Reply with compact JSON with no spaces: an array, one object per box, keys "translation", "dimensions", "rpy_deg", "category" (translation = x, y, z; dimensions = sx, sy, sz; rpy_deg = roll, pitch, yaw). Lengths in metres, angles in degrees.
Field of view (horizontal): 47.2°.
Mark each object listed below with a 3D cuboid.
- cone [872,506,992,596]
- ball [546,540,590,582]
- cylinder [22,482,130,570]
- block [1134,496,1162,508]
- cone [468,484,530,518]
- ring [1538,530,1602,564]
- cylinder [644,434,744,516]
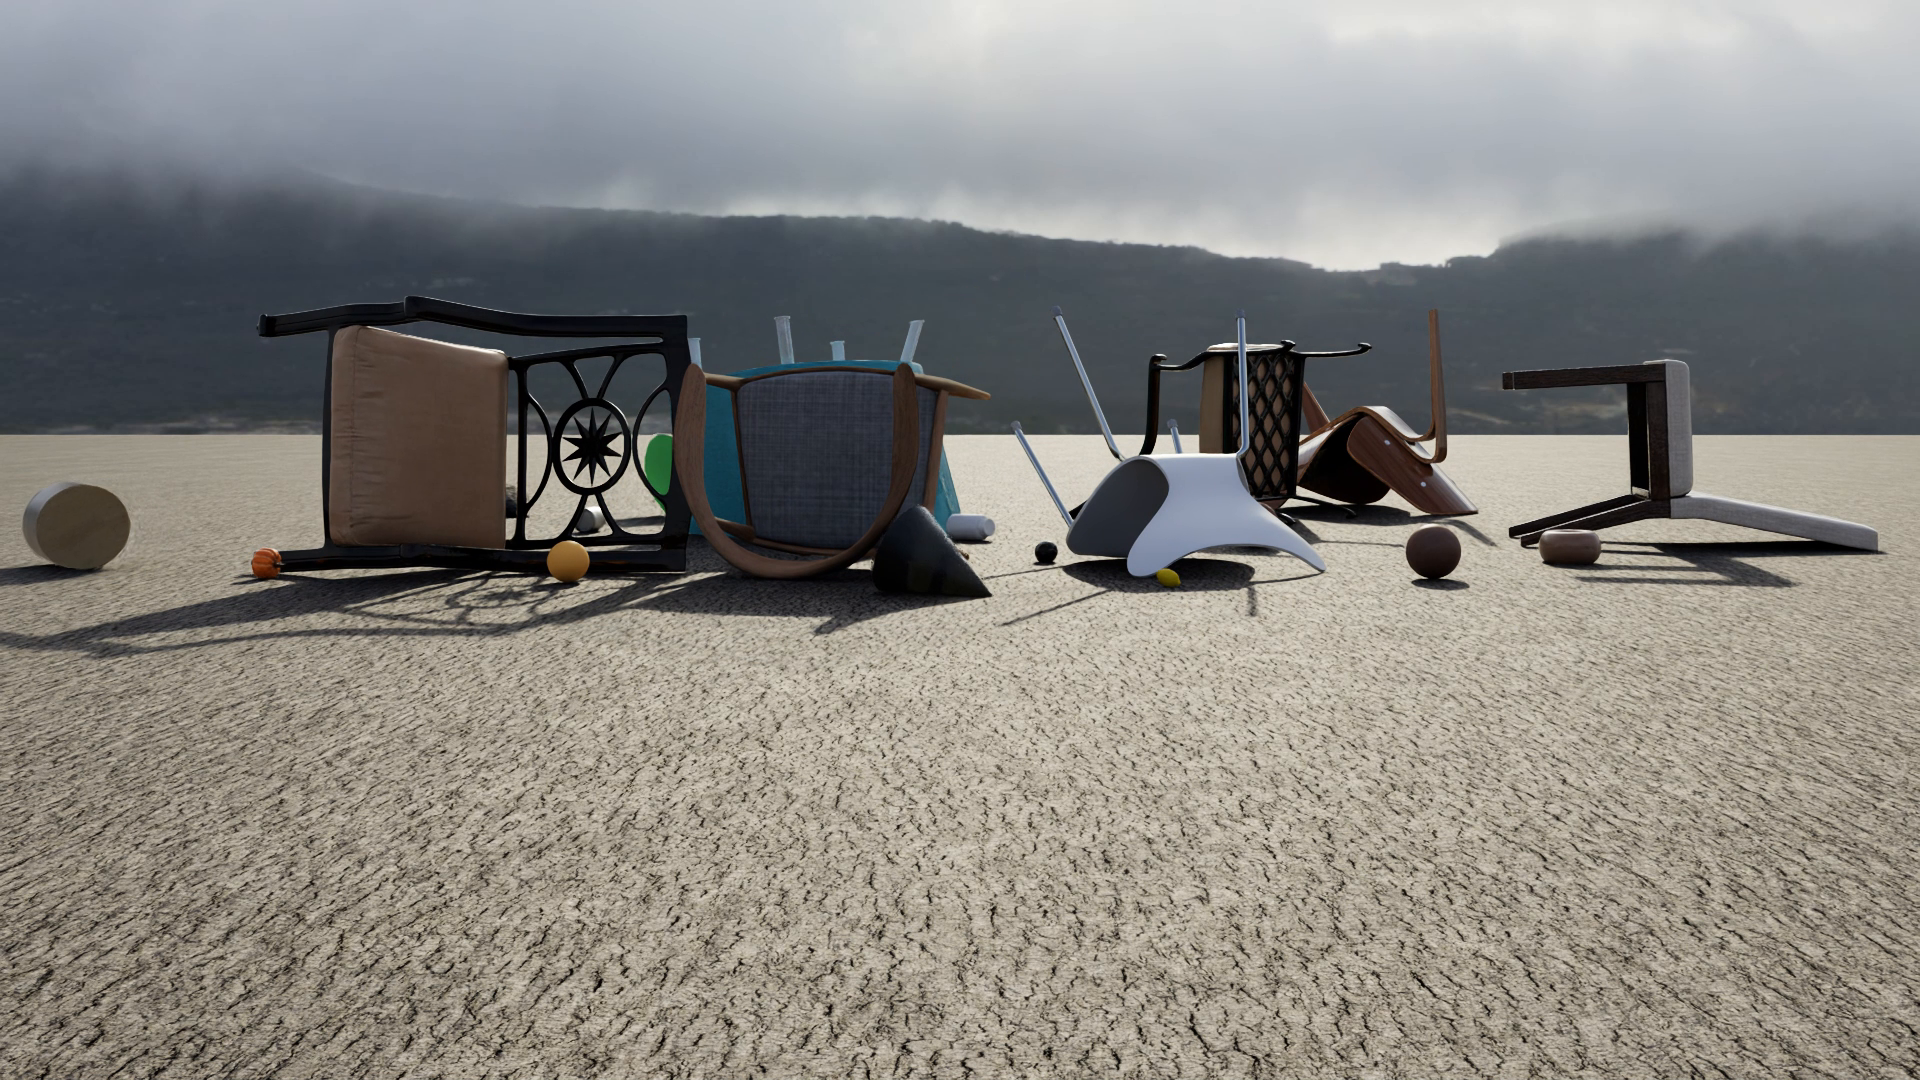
[{"translation":[-0.028,0.071,4.809],"dimensions":[0.249,0.206,0.213],"rpy_deg":[28,44,26],"category":"cone"},{"translation":[-0.910,0.050,5.106],"dimensions":[0.097,0.097,0.097],"rpy_deg":[0,4,0],"category":"ball"},{"translation":[-2.237,-0.038,5.564],"dimensions":[0.222,0.210,0.240],"rpy_deg":[-22,14,-27],"category":"cylinder"},{"translation":[0.707,-0.142,8.299],"dimensions":[0.079,0.043,0.083],"rpy_deg":[-1,4,-18],"category":"block"},{"translation":[-1.571,-0.111,7.744],"dimensions":[0.249,0.118,0.221],"rpy_deg":[-2,19,-42],"category":"cone"},{"translation":[1.581,0.018,5.701],"dimensions":[0.140,0.082,0.199],"rpy_deg":[-3,4,-15],"category":"ring"},{"translation":[-0.952,-0.236,7.869],"dimensions":[0.222,0.318,0.243],"rpy_deg":[-4,-35,-48],"category":"cylinder"}]
